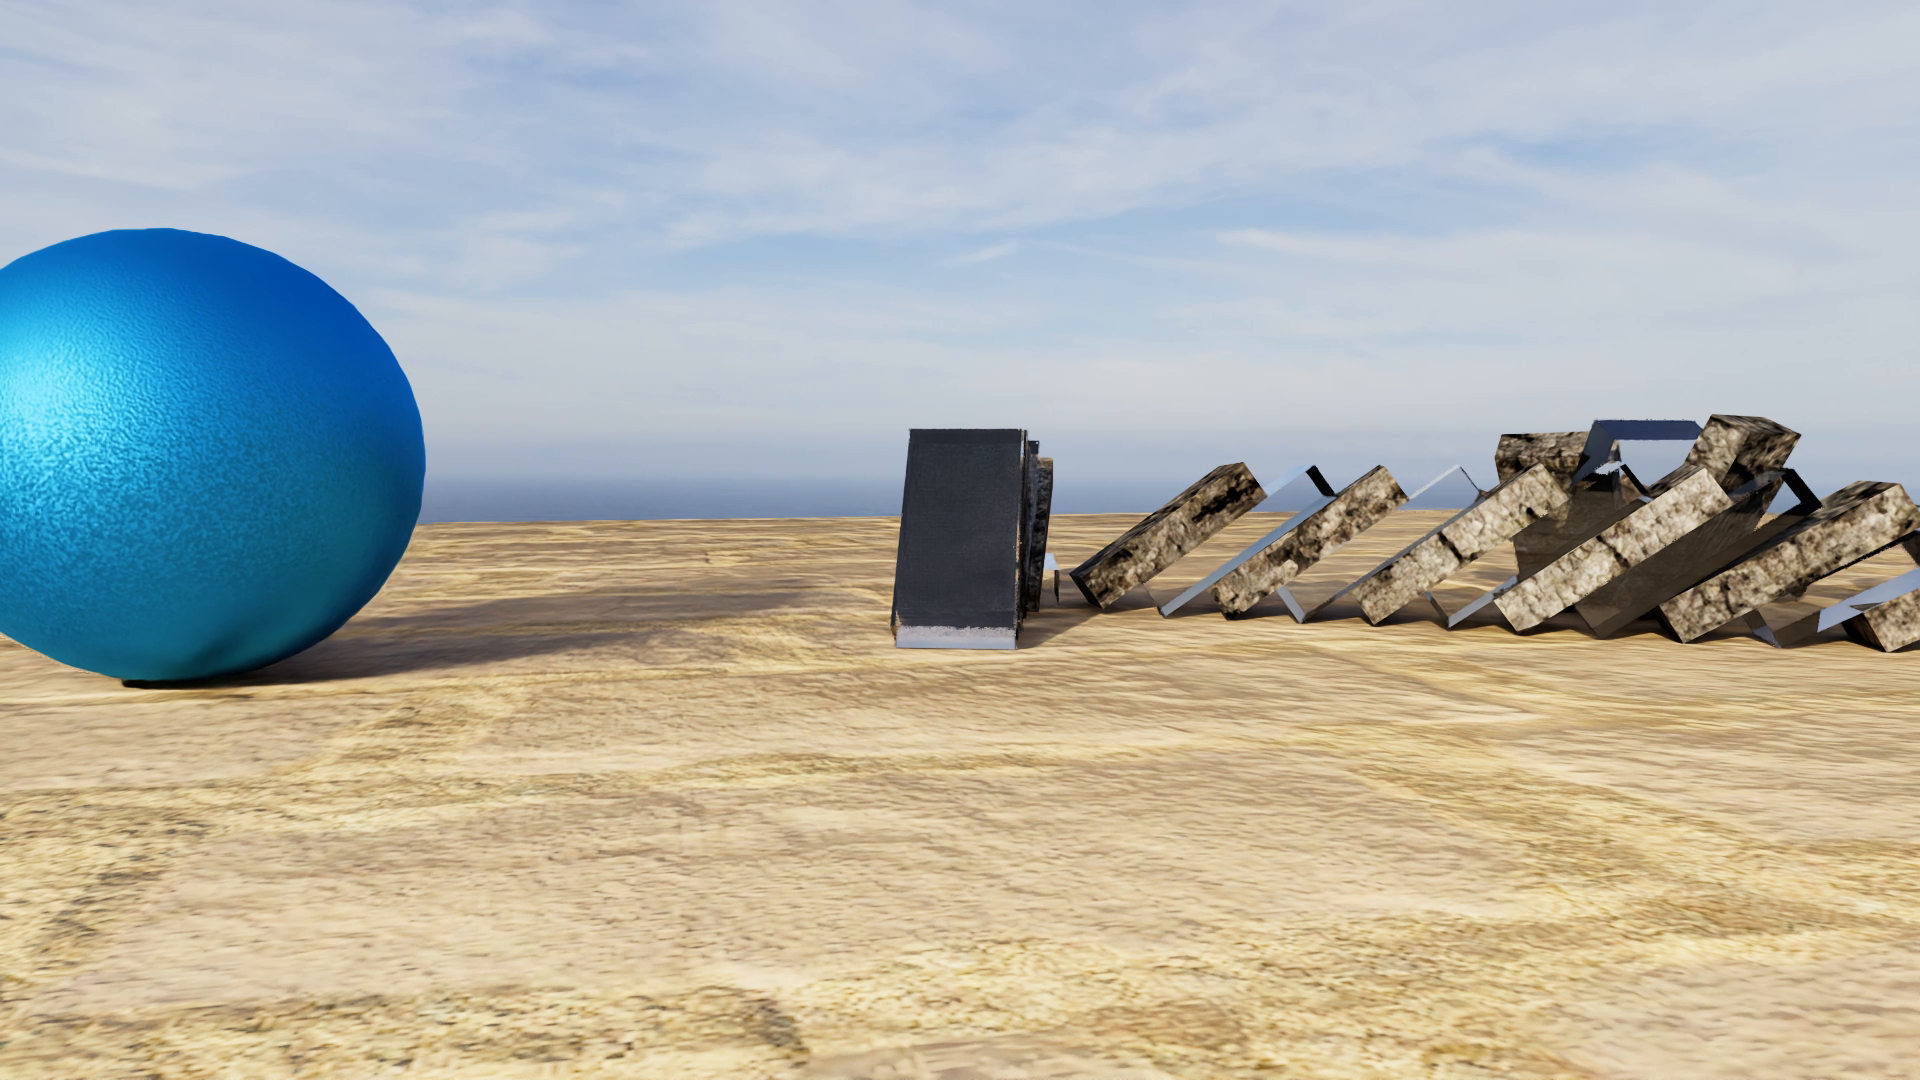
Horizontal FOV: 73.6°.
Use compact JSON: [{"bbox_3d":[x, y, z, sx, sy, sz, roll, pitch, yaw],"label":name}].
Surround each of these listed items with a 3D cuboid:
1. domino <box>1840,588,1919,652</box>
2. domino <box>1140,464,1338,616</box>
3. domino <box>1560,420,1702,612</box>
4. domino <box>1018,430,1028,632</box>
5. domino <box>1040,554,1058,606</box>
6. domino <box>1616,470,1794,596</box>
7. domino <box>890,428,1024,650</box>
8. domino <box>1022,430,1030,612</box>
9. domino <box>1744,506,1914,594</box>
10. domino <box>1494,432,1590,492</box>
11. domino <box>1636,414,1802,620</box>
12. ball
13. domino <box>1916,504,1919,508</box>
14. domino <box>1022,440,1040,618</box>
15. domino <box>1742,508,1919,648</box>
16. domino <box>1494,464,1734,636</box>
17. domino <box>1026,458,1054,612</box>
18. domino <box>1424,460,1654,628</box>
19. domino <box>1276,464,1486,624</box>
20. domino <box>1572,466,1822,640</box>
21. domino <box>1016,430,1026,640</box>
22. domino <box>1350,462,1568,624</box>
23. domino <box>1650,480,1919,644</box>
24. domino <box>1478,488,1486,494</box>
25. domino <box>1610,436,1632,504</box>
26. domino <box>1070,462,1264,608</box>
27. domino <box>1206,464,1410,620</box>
[{"bbox_3d":[0.212,0.006,0.266,0.050,0.010,0.025,-30,-6,19],"label":"domino"},{"bbox_3d":[0.068,0.000,0.322,0.050,0.009,0.025,-35,0,5],"label":"domino"},{"bbox_3d":[0.162,-0.005,0.315,0.025,0.050,0.010,0,34,-6],"label":"domino"},{"bbox_3d":[0.002,-0.003,0.300,0.025,0.050,0.010,0,-32,6],"label":"domino"},{"bbox_3d":[0.014,0.011,0.363,0.025,0.009,0.050,0,4,2],"label":"domino"},{"bbox_3d":[0.212,-0.002,0.365,0.025,0.009,0.050,12,21,-49],"label":"domino"},{"bbox_3d":[0.000,-0.001,0.276,0.025,0.050,0.010,0,-32,6],"label":"domino"},{"bbox_3d":[0.003,-0.004,0.312,0.025,0.050,0.009,0,-32,6],"label":"domino"},{"bbox_3d":[0.240,0.003,0.362,0.009,0.025,0.050,-45,14,-8],"label":"domino"},{"bbox_3d":[0.157,-0.005,0.334,0.025,0.050,0.009,1,43,36],"label":"domino"},{"bbox_3d":[0.177,-0.005,0.305,0.025,0.050,0.010,-2,31,-34],"label":"domino"},{"bbox_3d":[-0.139,-0.015,0.229,0.080,0.080,0.080,0,4,0],"label":"ball"},{"bbox_3d":[0.259,0.004,0.339,0.009,0.025,0.050,-37,-13,25],"label":"domino"},{"bbox_3d":[0.006,-0.004,0.326,0.025,0.050,0.009,2,-38,7],"label":"domino"},{"bbox_3d":[0.193,0.006,0.271,0.050,0.010,0.025,-30,-6,19],"label":"domino"},{"bbox_3d":[0.145,0.002,0.289,0.050,0.010,0.025,-38,-8,20],"label":"domino"},{"bbox_3d":[0.010,-0.003,0.342,0.025,0.009,0.050,3,43,7],"label":"domino"},{"bbox_3d":[0.131,0.001,0.295,0.050,0.009,0.025,-37,-8,19],"label":"domino"},{"bbox_3d":[0.101,0.001,0.309,0.050,0.009,0.025,-37,-8,18],"label":"domino"},{"bbox_3d":[0.160,0.003,0.283,0.050,0.010,0.025,-37,-8,18],"label":"domino"},{"bbox_3d":[0.001,-0.002,0.288,0.025,0.050,0.010,0,-32,6],"label":"domino"},{"bbox_3d":[0.117,0.000,0.302,0.050,0.010,0.025,-37,-8,19],"label":"domino"},{"bbox_3d":[0.176,0.004,0.278,0.050,0.009,0.025,-32,-7,18],"label":"domino"},{"bbox_3d":[0.175,0.000,0.377,0.050,0.009,0.025,26,12,16],"label":"domino"},{"bbox_3d":[0.167,-0.006,0.345,0.025,0.050,0.010,4,46,42],"label":"domino"},{"bbox_3d":[0.053,-0.001,0.333,0.050,0.010,0.025,-35,2,-1],"label":"domino"},{"bbox_3d":[0.085,0.000,0.315,0.050,0.010,0.025,-36,-5,15],"label":"domino"}]
